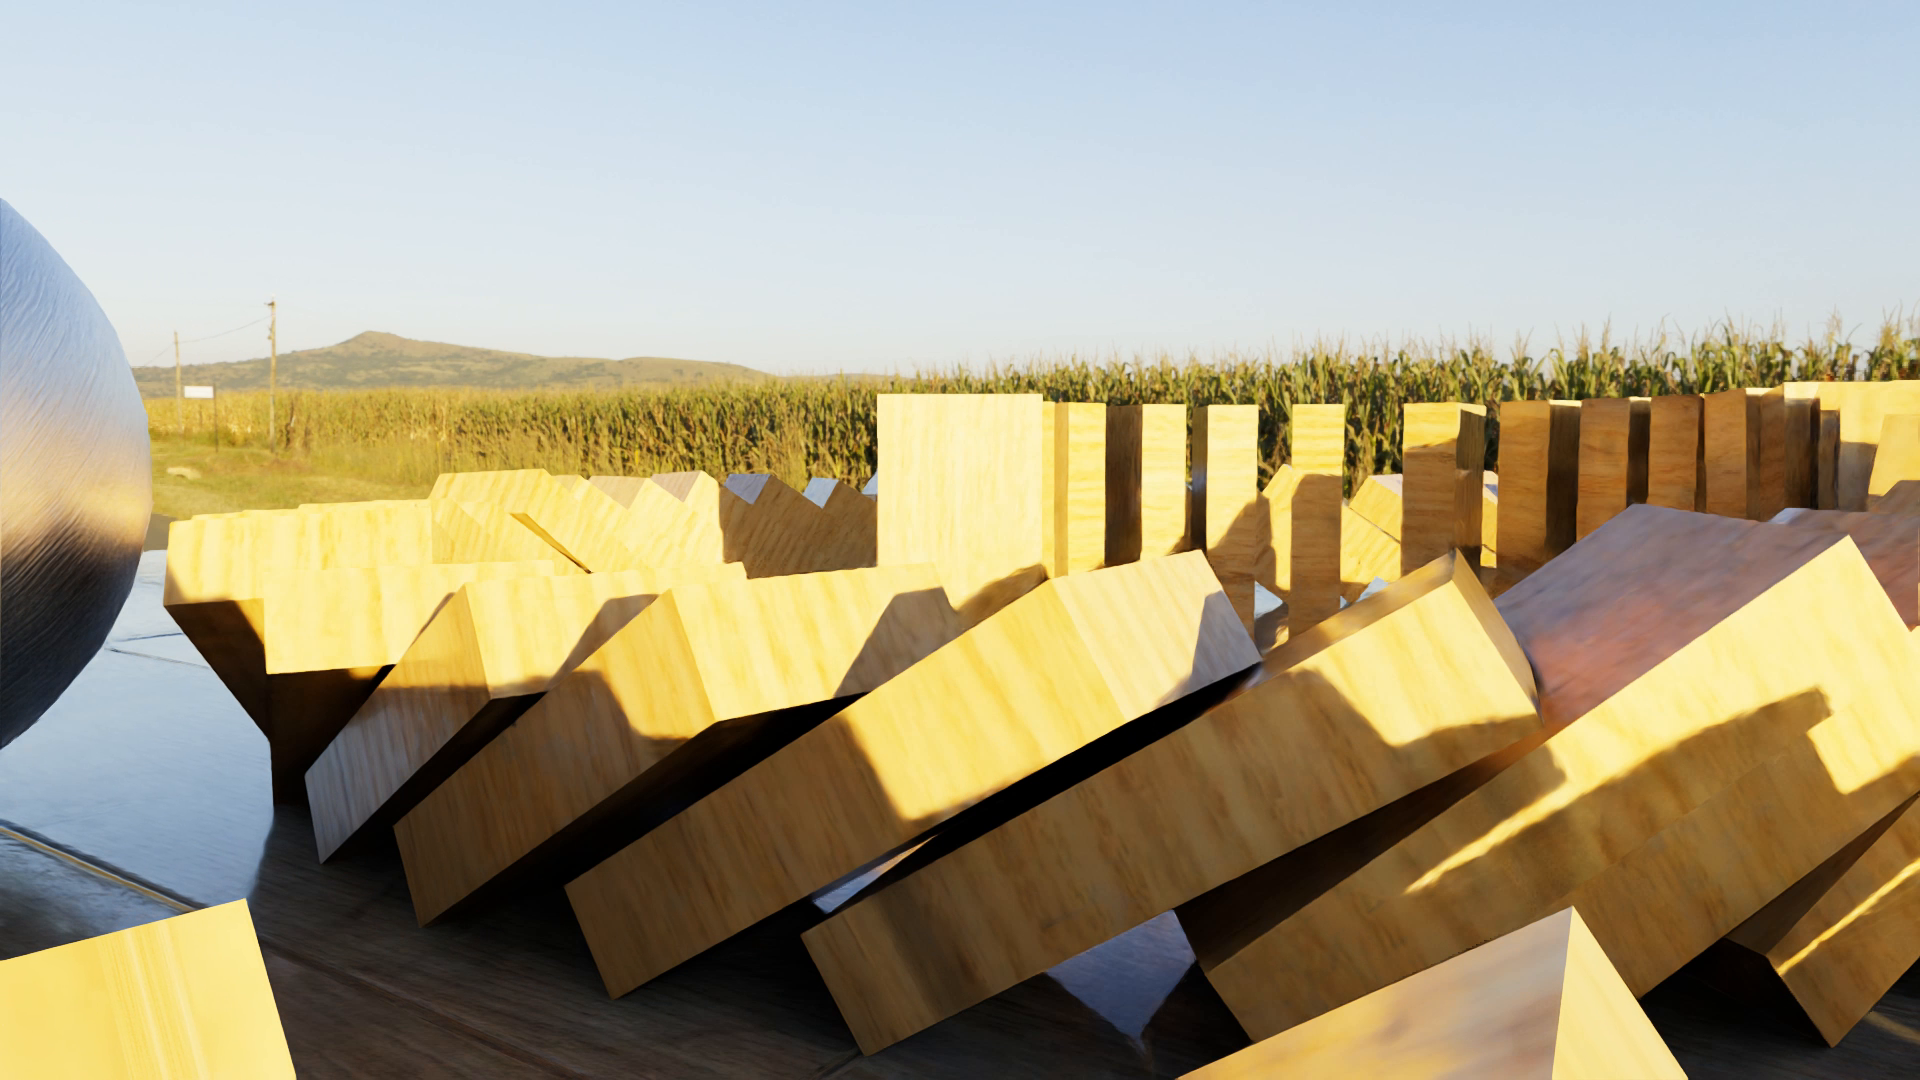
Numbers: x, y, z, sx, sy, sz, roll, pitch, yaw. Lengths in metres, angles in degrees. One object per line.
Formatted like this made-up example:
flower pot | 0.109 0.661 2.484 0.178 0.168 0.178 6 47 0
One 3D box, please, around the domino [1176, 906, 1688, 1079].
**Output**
domino | -0.014 0.023 0.015 0.050 0.009 0.025 -36 -11 26

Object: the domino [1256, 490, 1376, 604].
domino | 0.087 -0.002 0.342 0.050 0.009 0.025 37 11 14

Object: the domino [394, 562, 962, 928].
domino | -0.025 0.018 0.108 0.025 0.009 0.050 -5 -23 -47

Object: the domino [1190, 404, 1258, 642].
domino | 0.054 -0.002 0.263 0.009 0.050 0.025 0 4 3

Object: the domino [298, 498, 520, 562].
domino | -0.085 0.009 0.214 0.025 0.009 0.050 -2 -26 9

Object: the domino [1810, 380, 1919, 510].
domino | 0.121 0.005 0.159 0.025 0.050 0.009 2 -14 28

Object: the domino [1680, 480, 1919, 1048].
domino | 0.074 0.015 0.105 0.050 0.009 0.025 -41 12 -7

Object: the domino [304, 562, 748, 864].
domino | -0.042 0.017 0.122 0.025 0.009 0.050 -4 -22 -42

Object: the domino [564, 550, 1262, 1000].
domino | -0.004 0.018 0.098 0.050 0.009 0.025 -34 -14 29

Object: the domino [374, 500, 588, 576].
domino | -0.083 0.008 0.237 0.025 0.009 0.050 2 -25 20

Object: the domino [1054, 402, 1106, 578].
domino | 0.016 -0.001 0.249 0.009 0.050 0.025 -3 6 -39

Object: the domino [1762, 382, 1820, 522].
domino | 0.125 0.004 0.175 0.025 0.050 0.009 1 -4 16

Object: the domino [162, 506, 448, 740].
domino | -0.073 0.013 0.154 0.025 0.009 0.050 -4 -27 -15

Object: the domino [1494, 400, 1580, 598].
domino | 0.110 0.000 0.234 0.025 0.050 0.009 -3 5 -33

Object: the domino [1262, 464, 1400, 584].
domino | 0.105 -0.001 0.337 0.050 0.009 0.025 39 16 20

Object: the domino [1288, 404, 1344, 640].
domino | 0.072 -0.002 0.260 0.009 0.050 0.025 1 4 16

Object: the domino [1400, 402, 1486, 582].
domino | 0.094 -0.001 0.250 0.009 0.050 0.025 3 5 33

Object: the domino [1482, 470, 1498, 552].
domino | 0.144 0.001 0.319 0.025 0.009 0.050 -2 38 -43

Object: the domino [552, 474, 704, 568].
domino | -0.072 0.004 0.274 0.025 0.009 0.050 1 -30 40

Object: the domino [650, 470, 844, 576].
domino | -0.049 0.002 0.302 0.050 0.009 0.025 37 -21 -32

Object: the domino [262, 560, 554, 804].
domino | -0.060 0.017 0.138 0.025 0.009 0.050 -2 -22 -28

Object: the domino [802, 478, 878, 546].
domino | -0.016 0.001 0.328 0.050 0.009 0.025 32 -7 -20

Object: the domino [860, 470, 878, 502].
domino | -0.001 -0.002 0.336 0.050 0.009 0.025 36 -9 -16

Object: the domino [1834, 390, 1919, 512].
domino | 0.114 0.007 0.146 0.025 0.050 0.009 3 -22 32

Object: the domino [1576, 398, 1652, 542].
domino | 0.118 0.001 0.218 0.025 0.050 0.009 -2 5 -23

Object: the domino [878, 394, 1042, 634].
domino | 0.000 0.002 0.201 0.025 0.050 0.009 0 4 0

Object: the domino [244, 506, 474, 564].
domino | -0.084 0.011 0.195 0.025 0.009 0.050 -1 -26 3

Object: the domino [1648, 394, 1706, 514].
domino | 0.123 0.002 0.204 0.025 0.050 0.009 -1 4 -14

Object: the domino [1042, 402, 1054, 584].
domino | 0.004 0.000 0.236 0.025 0.050 0.009 2 5 29

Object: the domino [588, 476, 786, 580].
domino | -0.060 0.003 0.290 0.025 0.009 0.050 5 -27 47

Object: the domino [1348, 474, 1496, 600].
domino | 0.127 0.001 0.329 0.050 0.009 0.025 39 25 28

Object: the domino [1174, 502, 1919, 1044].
domino | 0.039 0.017 0.096 0.050 0.009 0.025 -35 6 3

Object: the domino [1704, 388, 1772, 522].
domino | 0.125 0.003 0.189 0.025 0.050 0.010 0 0 -2

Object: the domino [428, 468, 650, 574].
domino | -0.079 0.005 0.254 0.025 0.009 0.050 -1 -32 24

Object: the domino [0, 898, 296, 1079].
domino | -0.033 0.023 0.023 0.050 0.009 0.025 -38 -20 35

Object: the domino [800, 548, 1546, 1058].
domino | 0.015 0.018 0.092 0.050 0.009 0.025 -33 -8 21

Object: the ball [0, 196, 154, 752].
ball | -0.128 -0.007 0.129 0.080 0.080 0.080 0 4 0

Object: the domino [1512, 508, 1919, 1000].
domino | 0.055 0.017 0.098 0.050 0.009 0.025 -36 6 -1

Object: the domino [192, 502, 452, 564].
domino | -0.080 0.012 0.173 0.025 0.009 0.050 -4 -27 -8

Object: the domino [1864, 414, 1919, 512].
domino | 0.105 0.010 0.130 0.025 0.050 0.010 5 -31 44

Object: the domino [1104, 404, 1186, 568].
domino | 0.035 -0.002 0.260 0.010 0.050 0.025 -2 5 -21

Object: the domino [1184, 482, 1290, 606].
domino | 0.071 -0.002 0.345 0.050 0.009 0.025 37 10 10

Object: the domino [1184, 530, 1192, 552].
domino | 0.055 -0.002 0.346 0.050 0.009 0.025 36 10 6

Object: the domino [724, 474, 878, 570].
domino | -0.034 0.001 0.315 0.050 0.009 0.025 35 -16 -28
